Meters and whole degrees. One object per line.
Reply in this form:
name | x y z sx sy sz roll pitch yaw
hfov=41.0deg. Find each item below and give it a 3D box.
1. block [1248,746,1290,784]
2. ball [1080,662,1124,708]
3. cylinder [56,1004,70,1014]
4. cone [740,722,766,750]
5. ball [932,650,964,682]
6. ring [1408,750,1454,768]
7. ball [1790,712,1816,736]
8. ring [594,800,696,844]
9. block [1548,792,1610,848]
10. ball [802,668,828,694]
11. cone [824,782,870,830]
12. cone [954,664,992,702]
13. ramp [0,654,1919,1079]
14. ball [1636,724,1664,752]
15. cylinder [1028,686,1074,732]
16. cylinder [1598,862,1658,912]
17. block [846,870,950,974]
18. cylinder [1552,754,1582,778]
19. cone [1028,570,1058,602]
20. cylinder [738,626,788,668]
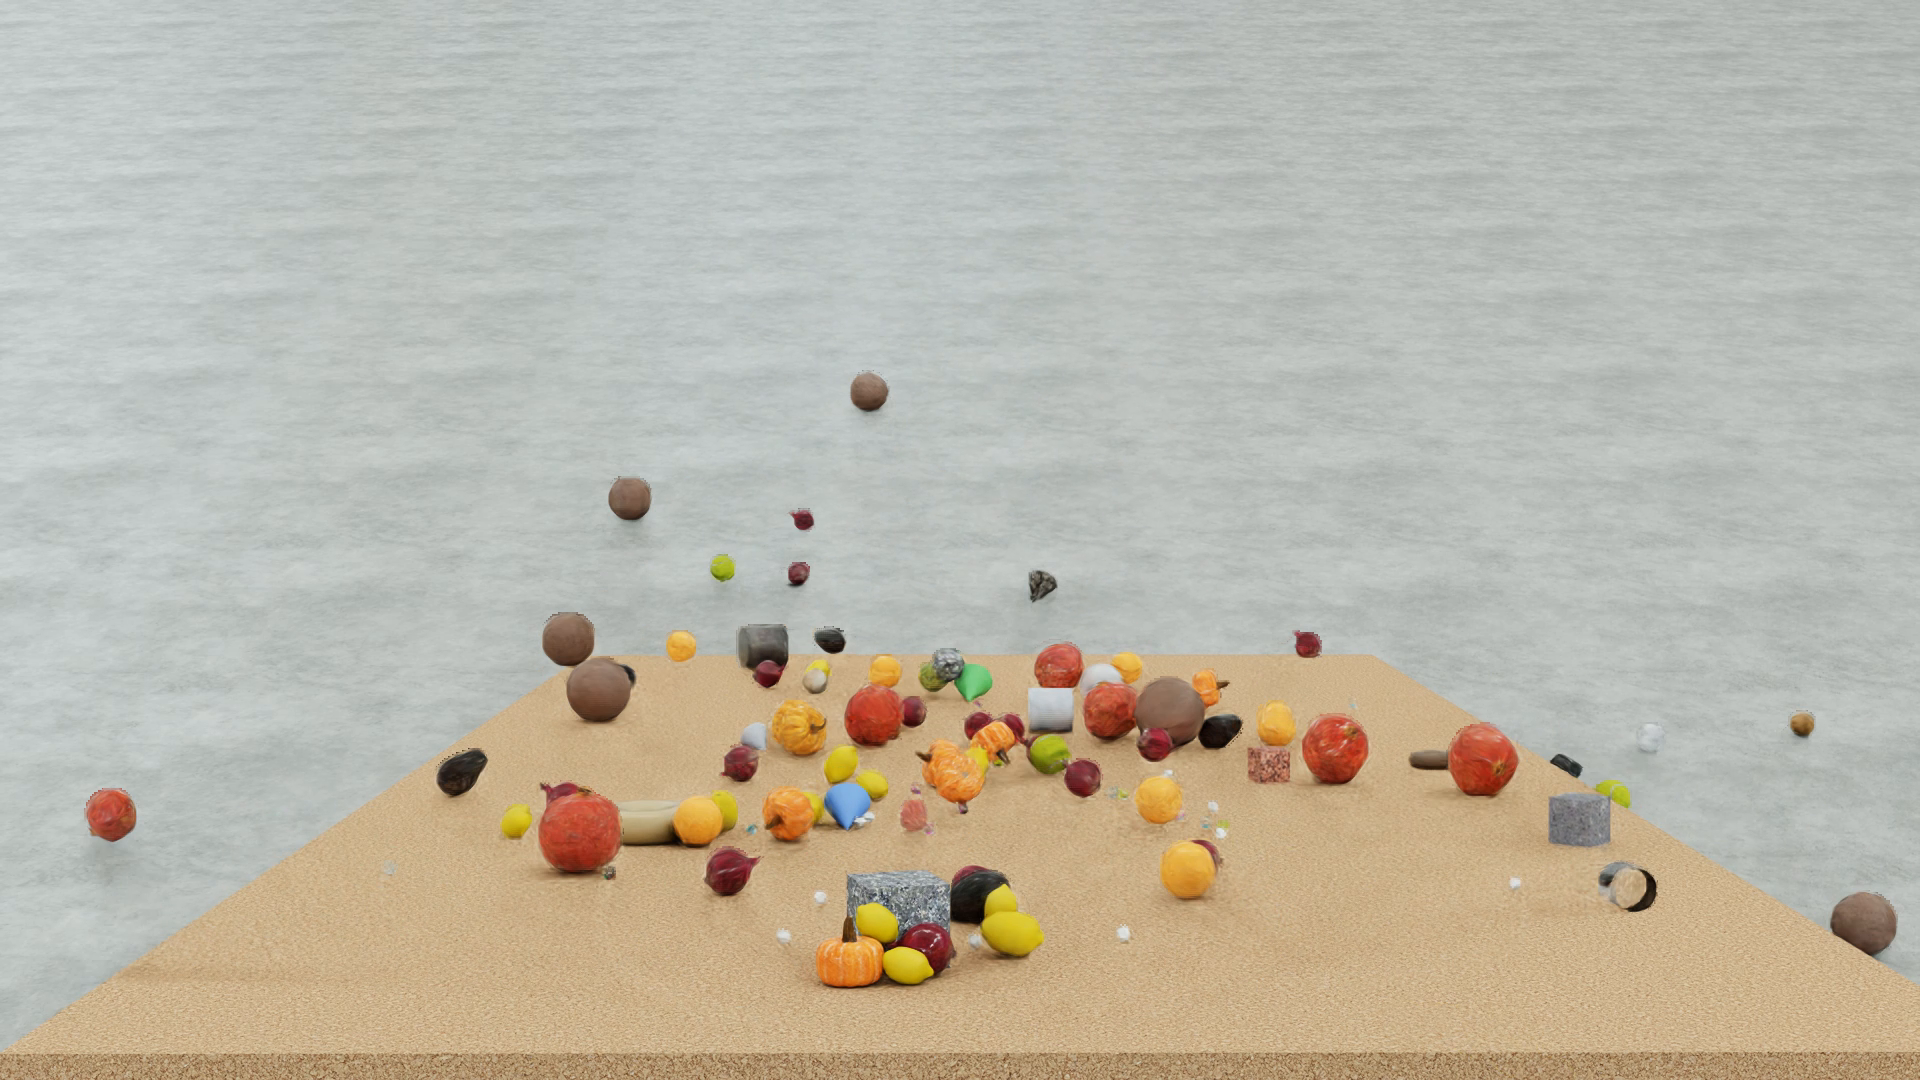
block | 0.523 0.380 4.356 0.054 0.054 0.054 -1 3 -18
ball | 0.298 0.305 5.402 0.093 0.093 0.093 0 21 0
cylinder | -1.018 0.571 2.948 0.060 0.060 0.060 -2 13 -5
cone | -0.369 0.375 4.745 0.054 0.054 0.054 -12 36 -28
ball | -0.025 0.270 5.536 0.068 0.068 0.068 0 21 0
ring | 0.828 0.386 4.514 0.080 0.027 0.080 0 2 0
ball | 2.064 0.451 6.298 0.059 0.059 0.059 0 21 0
ring | -0.463 0.415 3.778 0.148 0.049 0.148 -1 4 0
block | 0.903 0.407 3.745 0.066 0.066 0.066 3 4 40
ball | -0.317 0.311 5.649 0.056 0.056 0.056 0 21 0
cone | -0.171 0.417 3.884 0.071 0.071 0.071 -1 30 -2
cone | 0.023 0.325 5.536 0.085 0.085 0.085 3 30 7
ramp | 0.050 0.448 4.532 2.000 0.100 4.000 0 3 0
ball | 1.670 0.478 6.217 0.068 0.068 0.068 0 21 0
cylinder | 0.177 0.329 5.005 0.085 0.085 0.085 1 21 1
cylinder | 0.845 0.439 3.253 0.055 0.055 0.055 -4 4 -9
block | -0.071 0.436 2.942 0.096 0.096 0.096 -1 3 -17
cylinder | 1.425 0.537 6.050 0.053 0.053 0.053 -14 31 -32
cone | 0.214 0.143 7.116 0.086 0.086 0.086 9 50 22
cylinder | -0.472 0.257 6.165 0.099 0.099 0.099 -1 21 -20
